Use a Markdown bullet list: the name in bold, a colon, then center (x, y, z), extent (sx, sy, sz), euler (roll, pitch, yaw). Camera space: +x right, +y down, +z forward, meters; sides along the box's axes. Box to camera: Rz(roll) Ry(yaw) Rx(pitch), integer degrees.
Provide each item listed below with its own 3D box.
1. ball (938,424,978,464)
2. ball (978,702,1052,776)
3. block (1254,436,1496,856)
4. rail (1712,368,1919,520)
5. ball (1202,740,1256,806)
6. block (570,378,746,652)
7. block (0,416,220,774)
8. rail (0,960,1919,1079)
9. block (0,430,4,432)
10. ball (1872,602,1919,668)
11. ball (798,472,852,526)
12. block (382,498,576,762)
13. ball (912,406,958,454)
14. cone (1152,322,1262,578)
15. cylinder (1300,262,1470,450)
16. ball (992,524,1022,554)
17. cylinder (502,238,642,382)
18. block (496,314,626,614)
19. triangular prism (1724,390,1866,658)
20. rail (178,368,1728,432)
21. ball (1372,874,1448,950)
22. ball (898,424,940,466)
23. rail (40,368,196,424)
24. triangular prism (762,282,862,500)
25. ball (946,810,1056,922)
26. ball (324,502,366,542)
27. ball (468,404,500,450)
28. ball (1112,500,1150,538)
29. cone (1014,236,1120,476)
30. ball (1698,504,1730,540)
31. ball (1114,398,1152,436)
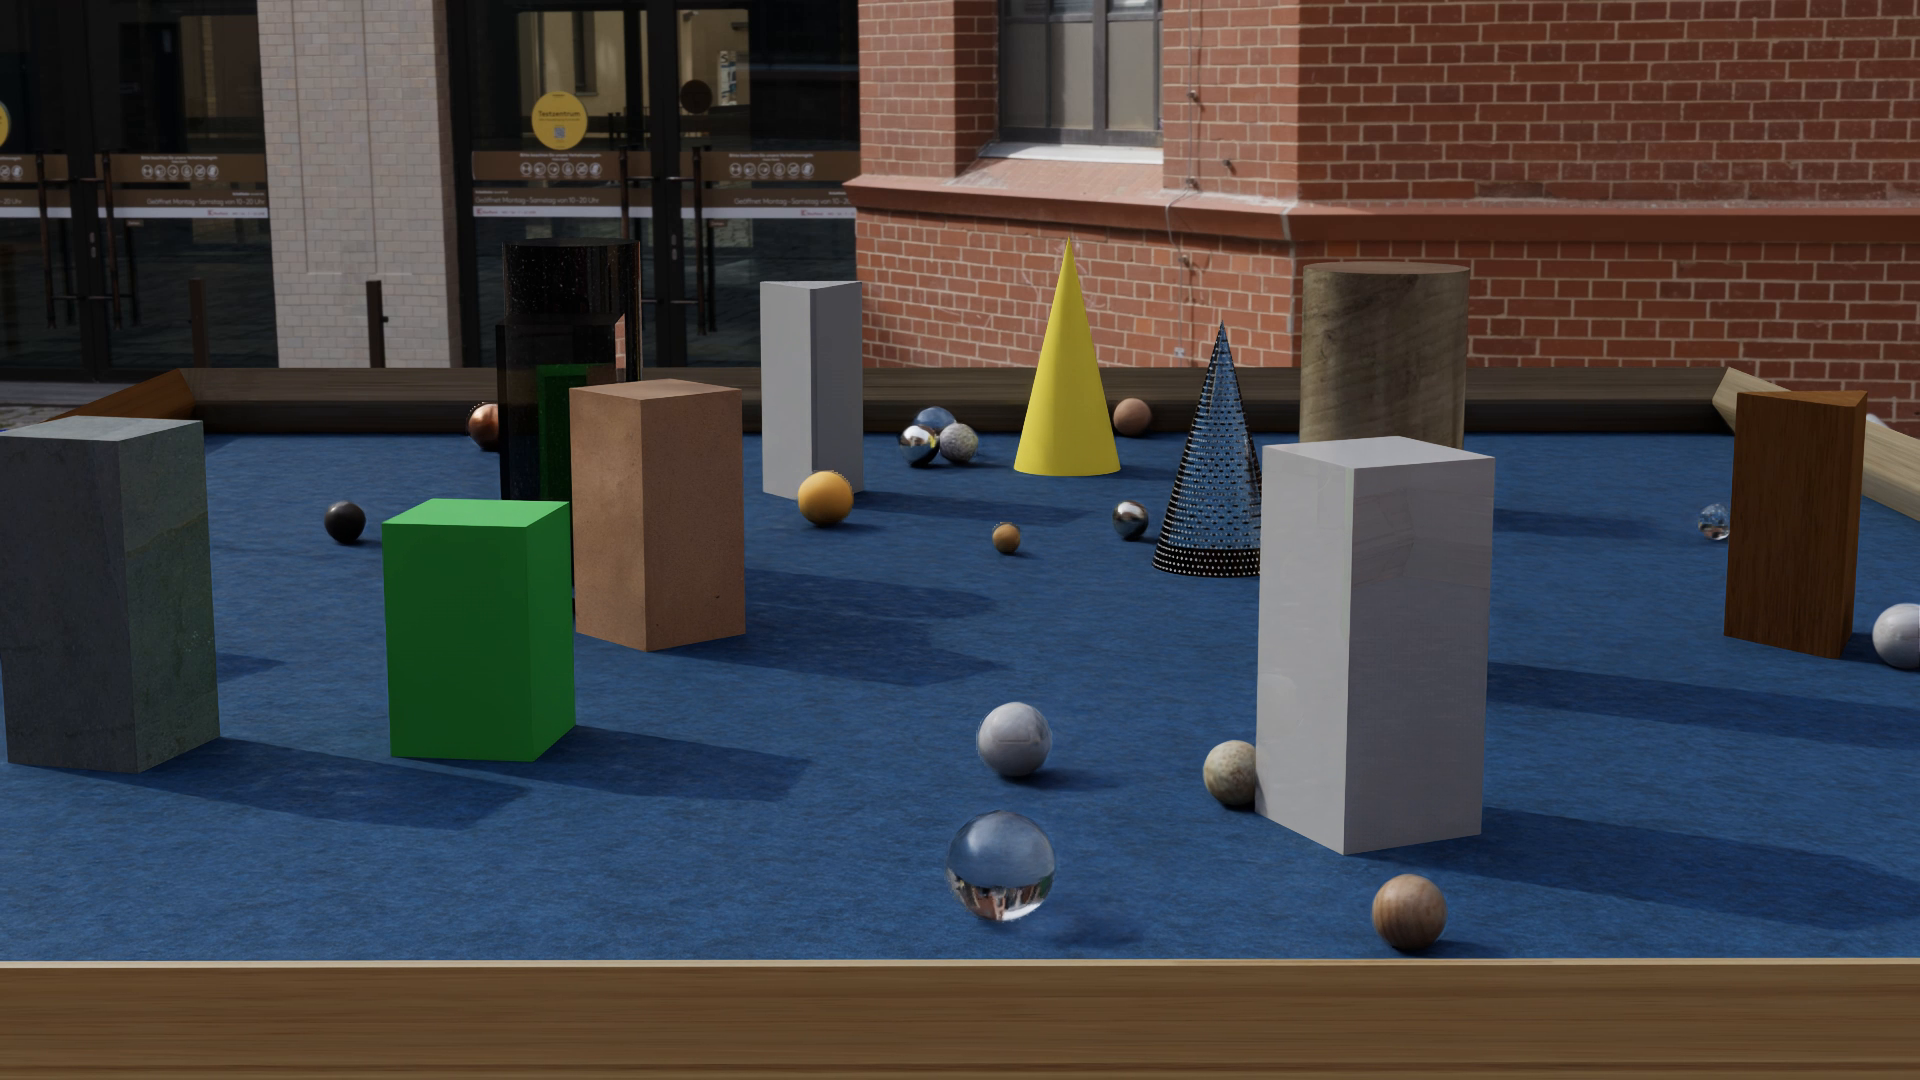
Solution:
- **ball**: center (-0.003, -0.178, 4.735), extent (0.075, 0.075, 0.075), euler (0, 11, 0)
- **ball**: center (0.057, 0.206, 2.658), extent (0.077, 0.077, 0.077), euler (0, 11, 0)
- **block**: center (0.395, 0.096, 2.463), extent (0.157, 0.365, 0.157), euler (-5, 12, -25)
- **rail**: center (1.531, 0.031, 3.458), extent (0.045, 0.127, 3.461), euler (0, 11, 0)
- **ball**: center (0.274, 0.232, 2.554), extent (0.065, 0.065, 0.065), euler (0, 11, 0)
- **block**: center (-0.389, -0.036, 3.301), extent (0.157, 0.319, 0.157), euler (-9, 14, -41)
- **block**: center (-0.909, 0.054, 2.732), extent (0.157, 0.349, 0.157), euler (3, 11, 16)
- **rail**: center (0.010, 0.344, 1.771), extent (3.109, 0.127, 0.045), euler (0, 11, 0)
- **block**: center (-1.210, 0.002, 3.259), extent (0.157, 0.258, 0.157), euler (6, 12, 28)
- **ball**: center (1.156, 0.117, 3.132), extent (0.080, 0.080, 0.080), euler (0, 11, 0)
- **ball**: center (-0.216, -0.066, 4.095), extent (0.087, 0.087, 0.087), euler (0, 11, 0)
- **block**: center (-0.518, 0.094, 2.778), extent (0.157, 0.253, 0.157), euler (1, 11, 8)
- **ball**: center (-0.048, -0.208, 4.858), extent (0.089, 0.089, 0.089), euler (0, 11, 0)
- **cone**: center (0.380, -0.142, 3.751), extent (0.196, 0.363, 0.196), euler (0, 11, 0)
- **cylinder**: center (0.506, -0.084, 3.093), extent (0.196, 0.488, 0.196), euler (0, 11, 0)
- **ball**: center (0.071, -0.002, 3.869), extent (0.044, 0.044, 0.044), euler (0, 11, 0)
- **cylinder**: center (-0.560, -0.196, 3.737), extent (0.196, 0.474, 0.196), euler (0, 11, 0)
- **block**: center (-0.537, -0.107, 3.491), extent (0.157, 0.388, 0.157), euler (-1, 11, -3)
- **triangular prism**: center (1.097, -0.028, 3.265), extent (0.147, 0.316, 0.170), euler (-7, 13, -35)
- **rail**: center (-0.010, -0.278, 5.127), extent (3.109, 0.127, 0.045), euler (0, 11, 0)
- **ball**: center (0.375, 0.310, 2.139), extent (0.062, 0.062, 0.062), euler (0, 11, 0)
- **ball**: center (-0.076, -0.175, 4.712), extent (0.076, 0.076, 0.076), euler (0, 11, 0)
- **rail**: center (-1.531, 0.034, 3.440), extent (0.045, 0.127, 3.461), euler (0, 11, 0)
- **triangular prism**: center (-0.230, -0.257, 4.373), extent (0.147, 0.361, 0.170), euler (-7, 13, -34)
- **ball**: center (0.035, 0.280, 2.208), extent (0.095, 0.095, 0.095), euler (0, 11, 0)
- **ball**: center (-0.950, -0.028, 3.961), extent (0.062, 0.062, 0.062), euler (0, 11, 0)
- **ball**: center (-0.896, -0.217, 4.910), extent (0.087, 0.087, 0.087), euler (0, 11, 0)
- **ball**: center (0.265, -0.032, 3.991), extent (0.058, 0.058, 0.058), euler (0, 11, 0)
- **cone**: center (0.196, -0.340, 4.654), extent (0.196, 0.423, 0.196), euler (0, 11, 0)
- **ball**: center (1.173, -0.028, 3.980), extent (0.056, 0.056, 0.056), euler (0, 11, 0)
- **ball**: center (0.342, -0.243, 5.082), extent (0.076, 0.076, 0.076), euler (0, 11, 0)
